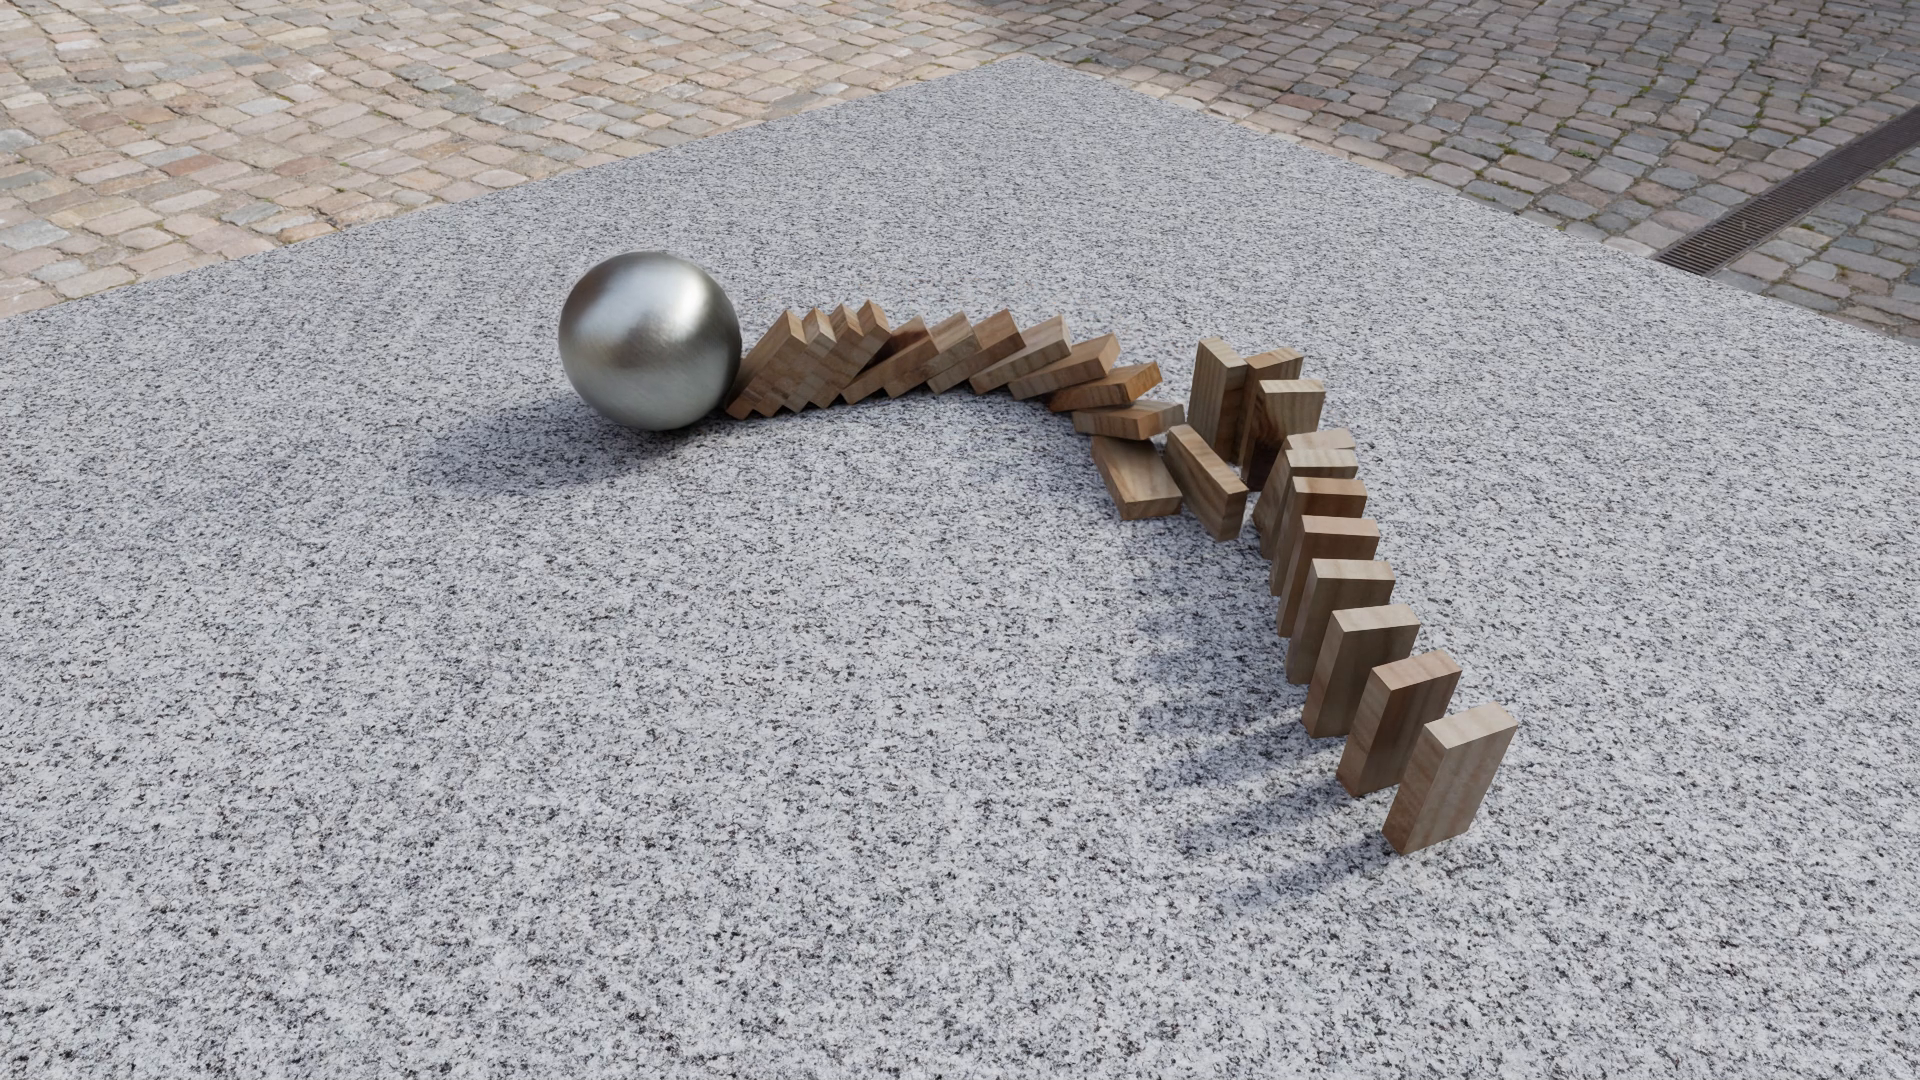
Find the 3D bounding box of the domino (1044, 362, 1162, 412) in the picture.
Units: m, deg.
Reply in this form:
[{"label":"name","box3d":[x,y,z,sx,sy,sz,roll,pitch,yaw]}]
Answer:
[{"label":"domino","box3d":[0.066,-0.071,0.512,0.025,0.009,0.050,-35,22,-35]}]

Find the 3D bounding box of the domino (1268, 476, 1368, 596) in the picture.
[{"label":"domino","box3d":[0.133,0.000,0.412,0.025,0.050,0.010,3,39,4]}]

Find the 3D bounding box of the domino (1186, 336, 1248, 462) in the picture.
[{"label":"domino","box3d":[0.113,-0.061,0.486,0.010,0.050,0.025,-13,41,-15]}]

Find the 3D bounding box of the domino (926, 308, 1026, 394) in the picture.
[{"label":"domino","box3d":[0.006,-0.092,0.539,0.050,0.010,0.025,-27,39,10]}]

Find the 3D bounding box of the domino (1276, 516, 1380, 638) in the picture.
[{"label":"domino","box3d":[0.131,0.014,0.394,0.025,0.050,0.009,4,39,4]}]

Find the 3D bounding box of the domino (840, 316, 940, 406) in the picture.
[{"label":"domino","box3d":[-0.036,-0.087,0.533,0.050,0.010,0.025,-29,40,8]}]

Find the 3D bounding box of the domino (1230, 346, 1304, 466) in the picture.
[{"label":"domino","box3d":[0.133,-0.058,0.482,0.025,0.050,0.009,-17,42,-19]}]

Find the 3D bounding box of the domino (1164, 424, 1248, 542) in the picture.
[{"label":"domino","box3d":[0.102,-0.024,0.461,0.009,0.025,0.050,-12,41,-15]}]

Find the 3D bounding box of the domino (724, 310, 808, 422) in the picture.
[{"label":"domino","box3d":[-0.092,-0.082,0.517,0.009,0.050,0.025,31,24,-34]}]

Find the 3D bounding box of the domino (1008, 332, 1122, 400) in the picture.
[{"label":"domino","box3d":[0.050,-0.083,0.526,0.050,0.010,0.025,-12,30,35]}]

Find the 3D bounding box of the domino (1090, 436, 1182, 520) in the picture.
[{"label":"domino","box3d":[0.076,-0.029,0.479,0.025,0.010,0.050,-7,40,-8]}]

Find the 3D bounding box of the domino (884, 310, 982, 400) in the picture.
[{"label":"domino","box3d":[-0.016,-0.091,0.537,0.050,0.010,0.025,-28,40,8]}]

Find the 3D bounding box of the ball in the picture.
[{"label":"ball","box3d":[-0.139,-0.089,0.497,0.080,0.080,0.080,0,39,0]}]

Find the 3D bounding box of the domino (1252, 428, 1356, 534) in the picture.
[{"label":"domino","box3d":[0.136,-0.023,0.439,0.025,0.050,0.009,-8,55,-10]}]

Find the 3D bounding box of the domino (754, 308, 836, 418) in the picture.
[{"label":"domino","box3d":[-0.079,-0.084,0.519,0.009,0.050,0.025,31,25,-34]}]

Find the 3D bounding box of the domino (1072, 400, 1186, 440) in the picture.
[{"label":"domino","box3d":[0.075,-0.055,0.494,0.025,0.009,0.050,-20,18,-24]}]

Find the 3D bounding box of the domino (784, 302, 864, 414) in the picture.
[{"label":"domino","box3d":[-0.067,-0.086,0.522,0.009,0.050,0.025,31,24,-34]}]

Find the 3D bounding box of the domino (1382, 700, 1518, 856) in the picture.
[{"label":"domino","box3d":[0.144,0.071,0.325,0.025,0.050,0.009,-14,41,-16]}]

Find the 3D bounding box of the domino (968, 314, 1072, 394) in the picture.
[{"label":"domino","box3d":[0.029,-0.090,0.536,0.050,0.010,0.025,-21,35,18]}]

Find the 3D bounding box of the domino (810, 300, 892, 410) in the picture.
[{"label":"domino","box3d":[-0.054,-0.088,0.525,0.009,0.050,0.025,31,24,-34]}]

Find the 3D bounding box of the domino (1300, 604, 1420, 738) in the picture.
[{"label":"domino","box3d":[0.130,0.043,0.358,0.025,0.050,0.009,-5,40,-6]}]

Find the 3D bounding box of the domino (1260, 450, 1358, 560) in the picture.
[{"label":"domino","box3d":[0.135,-0.013,0.427,0.025,0.050,0.009,0,46,0]}]

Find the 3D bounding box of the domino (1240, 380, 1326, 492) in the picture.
[{"label":"domino","box3d":[0.136,-0.044,0.465,0.025,0.050,0.010,-2,39,-2]}]

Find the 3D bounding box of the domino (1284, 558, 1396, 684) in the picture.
[{"label":"domino","box3d":[0.129,0.029,0.376,0.025,0.050,0.009,2,39,2]}]

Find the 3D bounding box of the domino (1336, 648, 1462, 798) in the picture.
[{"label":"domino","box3d":[0.135,0.058,0.341,0.025,0.050,0.009,-12,41,-15]}]
